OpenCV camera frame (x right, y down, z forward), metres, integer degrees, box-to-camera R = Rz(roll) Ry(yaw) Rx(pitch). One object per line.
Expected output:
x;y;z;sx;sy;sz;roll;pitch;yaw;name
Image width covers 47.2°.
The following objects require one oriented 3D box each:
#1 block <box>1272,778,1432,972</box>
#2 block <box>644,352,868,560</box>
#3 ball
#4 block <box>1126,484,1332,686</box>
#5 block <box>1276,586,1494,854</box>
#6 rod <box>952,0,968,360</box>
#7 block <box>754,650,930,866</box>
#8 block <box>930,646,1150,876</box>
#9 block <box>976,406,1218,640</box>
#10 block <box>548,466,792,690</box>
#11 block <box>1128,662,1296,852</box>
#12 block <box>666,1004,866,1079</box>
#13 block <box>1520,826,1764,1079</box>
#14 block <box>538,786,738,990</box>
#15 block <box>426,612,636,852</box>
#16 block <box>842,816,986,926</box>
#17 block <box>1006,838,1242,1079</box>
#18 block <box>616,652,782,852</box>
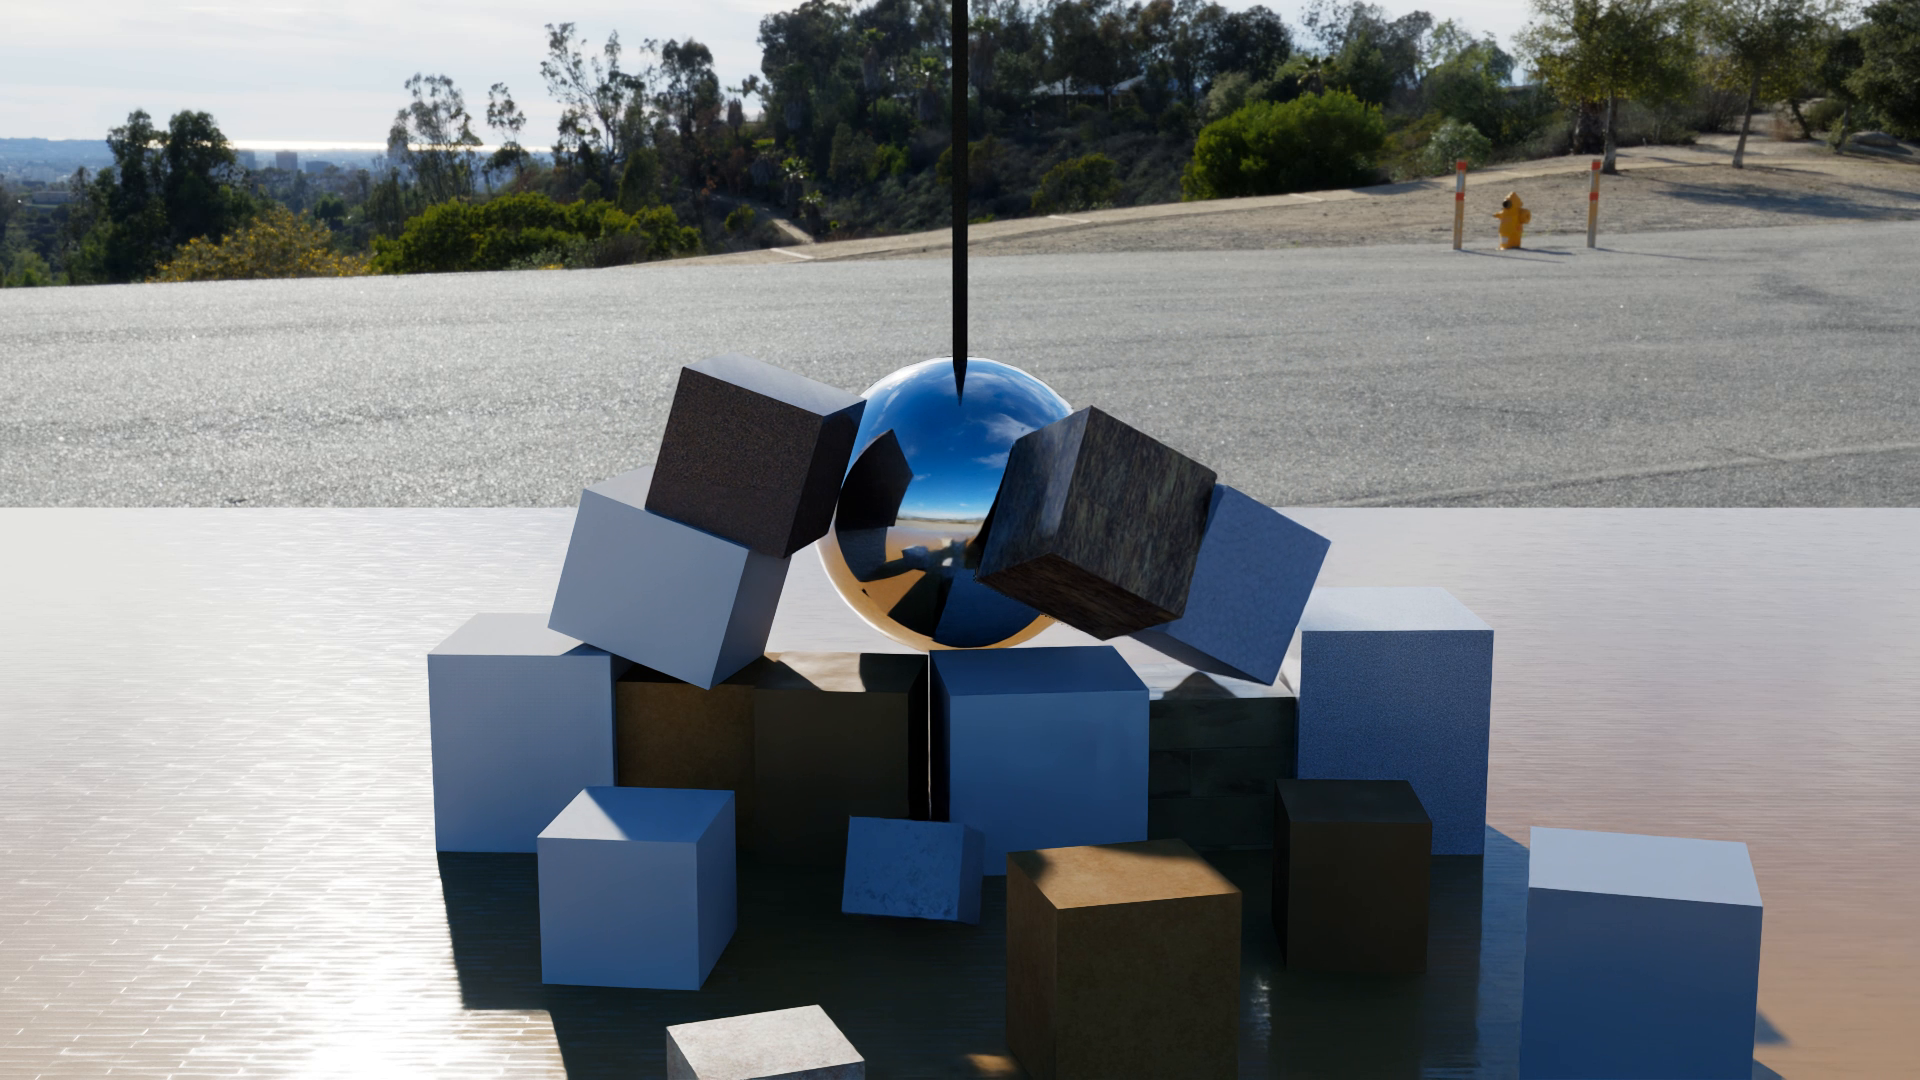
1.708;1.463;9.666;0.596;0.664;0.634;0;10;2;block
-1.002;-0.432;10.891;0.741;0.734;0.714;20;14;10;block
0.000;-0.178;11.710;1.600;1.600;1.600;0;10;0;ball
1.265;0.205;11.039;0.672;0.782;0.711;26;-8;-24;block
2.124;0.910;11.358;0.944;1.145;1.054;0;10;-2;block
0.000;-3.453;10.796;0.080;5.200;0.080;0;16;0;rod
-0.582;1.091;11.100;0.755;0.882;0.817;1;10;6;block
0.376;1.089;11.061;0.965;0.901;0.963;-1;10;-7;block
0.669;-0.066;10.727;0.774;0.779;0.679;26;-24;-24;block
-1.431;0.173;11.114;0.890;0.743;0.788;20;14;11;block
1.236;1.102;11.309;0.783;0.786;0.759;-1;10;-6;block
-0.654;1.942;7.369;0.540;0.542;0.508;-4;11;-21;block
2.554;1.623;8.326;0.805;0.827;0.743;3;11;15;block
-1.383;1.495;9.545;0.676;0.644;0.746;1;10;6;block
-2.149;0.976;11.370;0.907;1.012;0.970;0;10;2;block
-0.199;1.479;9.812;0.514;0.417;0.516;2;-11;12;block
0.610;1.637;8.389;0.712;0.777;0.661;-3;11;-15;block
-1.310;1.067;11.306;0.734;0.855;0.709;1;10;6;block
